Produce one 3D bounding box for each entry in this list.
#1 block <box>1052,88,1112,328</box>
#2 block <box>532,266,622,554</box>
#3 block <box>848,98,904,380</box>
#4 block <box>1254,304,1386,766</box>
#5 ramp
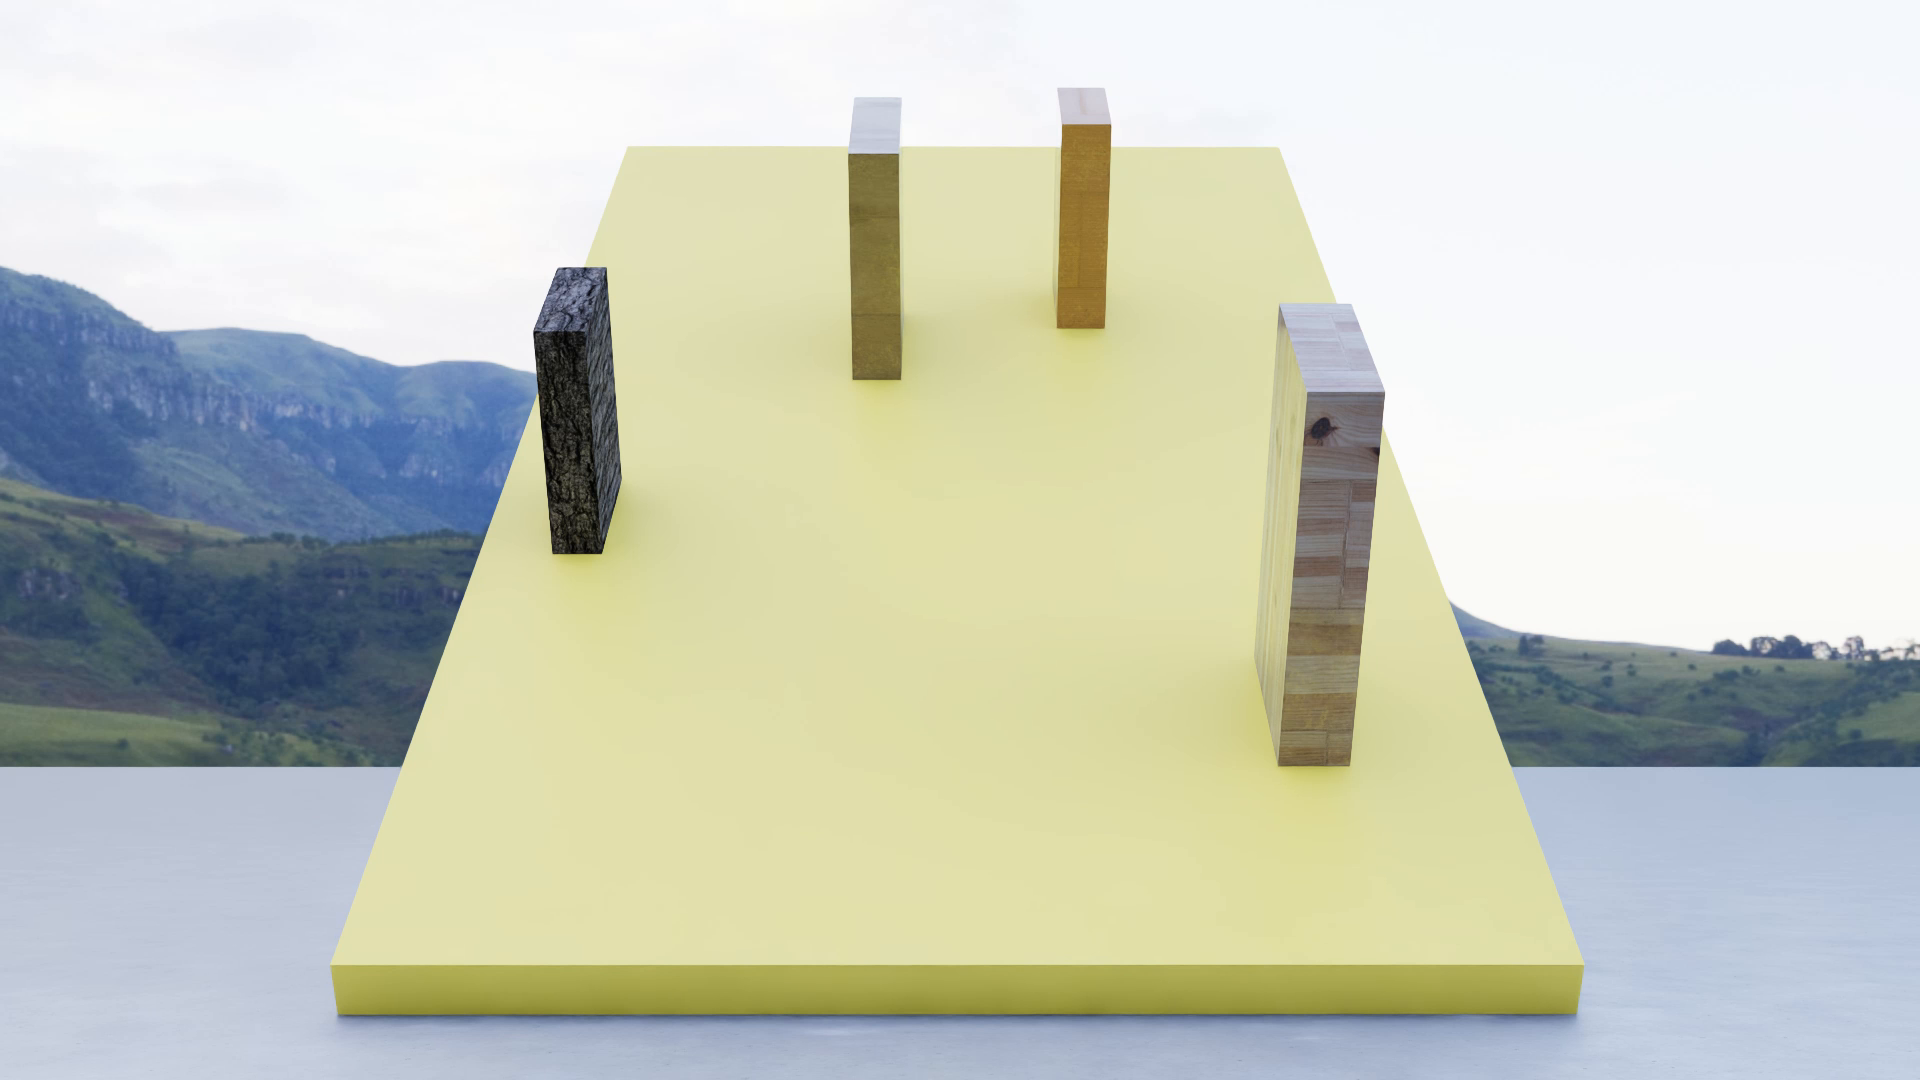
[{"bbox_3d":[0.308,-0.846,6.085,0.123,0.540,0.296,0,28,0],"label":"block"},{"bbox_3d":[-0.804,-0.276,5.046,0.104,0.507,0.347,0,28,0],"label":"block"},{"bbox_3d":[-0.202,-0.742,5.850,0.118,0.574,0.424,0,28,0],"label":"block"},{"bbox_3d":[0.639,-0.009,4.306,0.130,0.743,0.382,0,28,0],"label":"block"},{"bbox_3d":[-0.011,-0.222,5.594,2.000,0.100,4.000,0,28,0],"label":"ramp"}]
